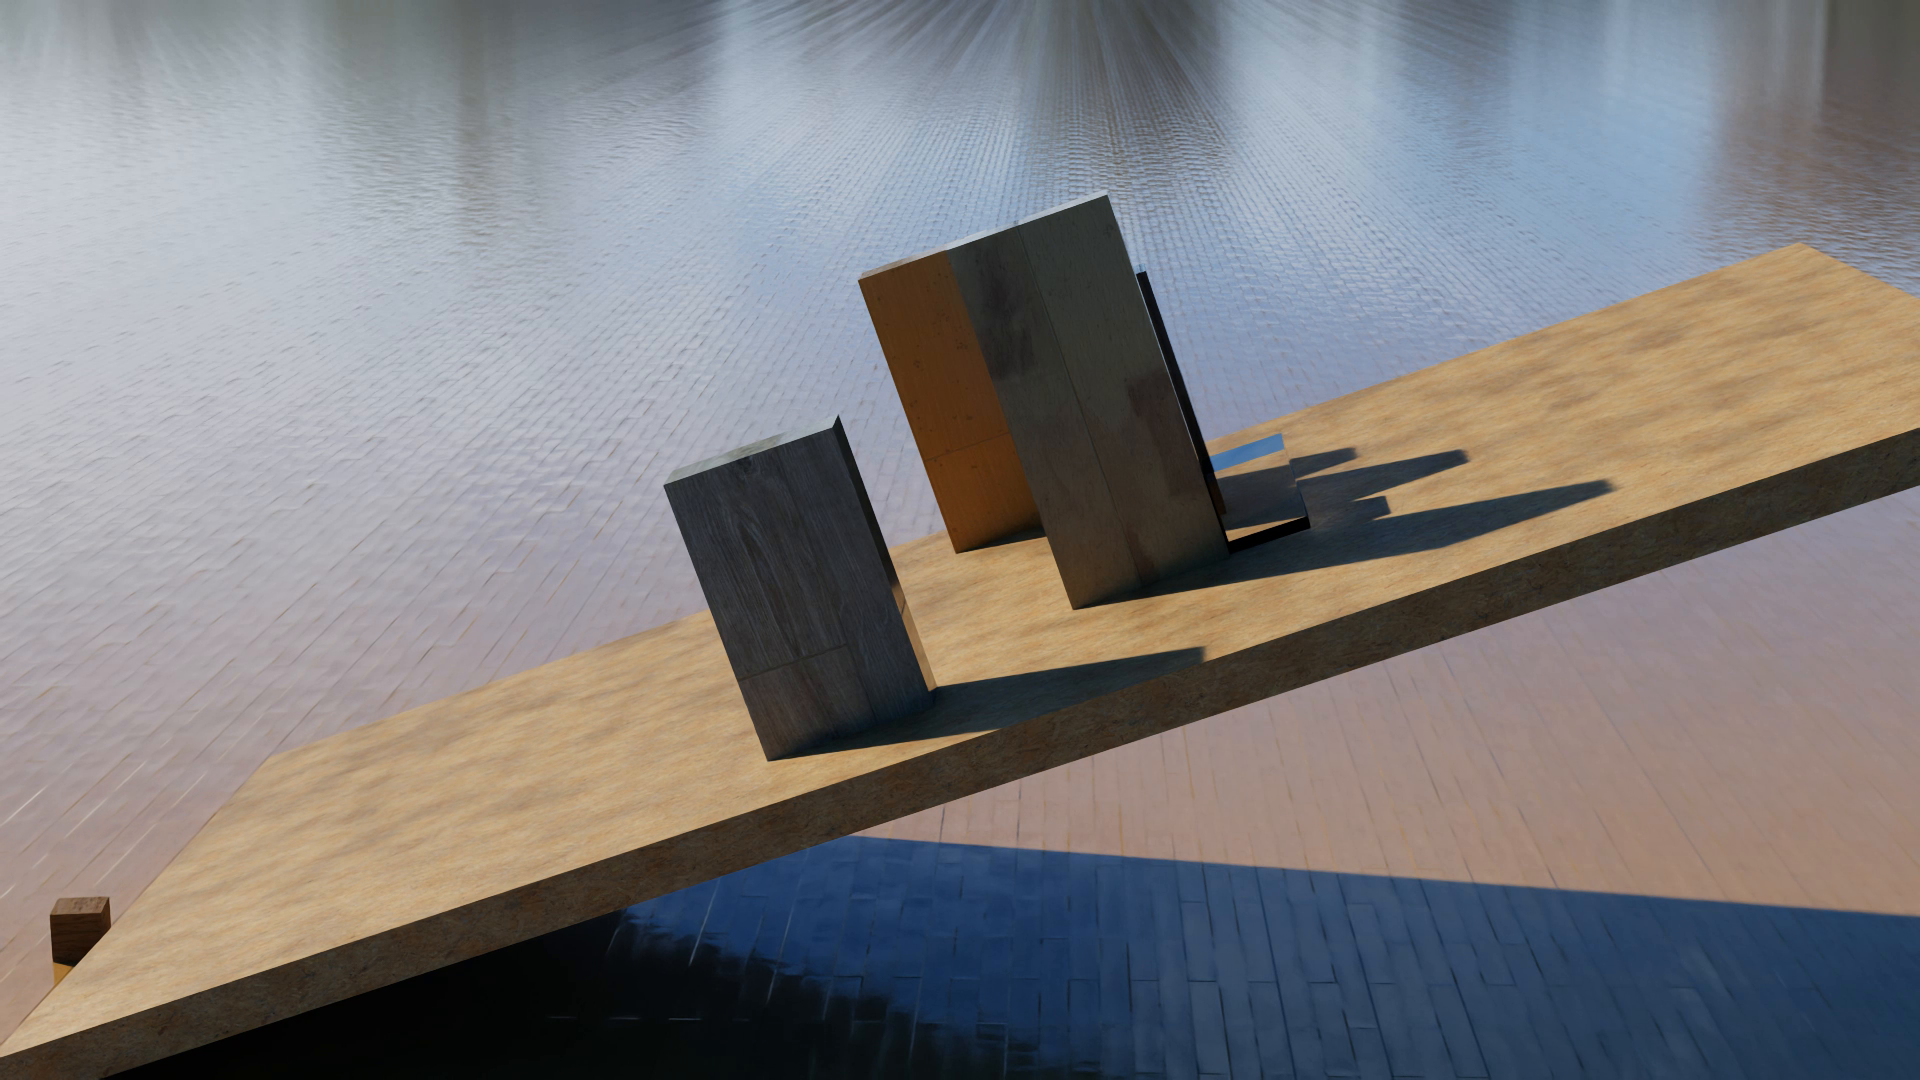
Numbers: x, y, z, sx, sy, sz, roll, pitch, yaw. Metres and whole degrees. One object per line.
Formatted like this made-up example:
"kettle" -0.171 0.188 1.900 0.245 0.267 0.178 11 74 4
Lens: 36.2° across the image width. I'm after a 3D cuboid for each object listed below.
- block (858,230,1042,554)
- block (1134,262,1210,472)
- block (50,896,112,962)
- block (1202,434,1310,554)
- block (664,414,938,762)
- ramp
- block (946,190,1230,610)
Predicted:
"block" 0.027 -0.349 6.940 0.315 0.688 0.134 -19 11 6
"block" 0.368 -0.298 6.460 0.266 0.550 0.144 -19 11 6
"block" -1.898 0.840 6.353 0.107 0.107 0.107 -1 12 -7
"block" 0.609 -0.097 6.056 0.172 0.172 0.172 -18 11 8
"block" -0.303 0.092 5.669 0.341 0.575 0.146 -19 11 6
"ramp" 0.110 0.179 6.302 4.000 0.100 2.000 -19 11 6
"block" 0.263 -0.282 5.964 0.339 0.779 0.114 -19 11 6
